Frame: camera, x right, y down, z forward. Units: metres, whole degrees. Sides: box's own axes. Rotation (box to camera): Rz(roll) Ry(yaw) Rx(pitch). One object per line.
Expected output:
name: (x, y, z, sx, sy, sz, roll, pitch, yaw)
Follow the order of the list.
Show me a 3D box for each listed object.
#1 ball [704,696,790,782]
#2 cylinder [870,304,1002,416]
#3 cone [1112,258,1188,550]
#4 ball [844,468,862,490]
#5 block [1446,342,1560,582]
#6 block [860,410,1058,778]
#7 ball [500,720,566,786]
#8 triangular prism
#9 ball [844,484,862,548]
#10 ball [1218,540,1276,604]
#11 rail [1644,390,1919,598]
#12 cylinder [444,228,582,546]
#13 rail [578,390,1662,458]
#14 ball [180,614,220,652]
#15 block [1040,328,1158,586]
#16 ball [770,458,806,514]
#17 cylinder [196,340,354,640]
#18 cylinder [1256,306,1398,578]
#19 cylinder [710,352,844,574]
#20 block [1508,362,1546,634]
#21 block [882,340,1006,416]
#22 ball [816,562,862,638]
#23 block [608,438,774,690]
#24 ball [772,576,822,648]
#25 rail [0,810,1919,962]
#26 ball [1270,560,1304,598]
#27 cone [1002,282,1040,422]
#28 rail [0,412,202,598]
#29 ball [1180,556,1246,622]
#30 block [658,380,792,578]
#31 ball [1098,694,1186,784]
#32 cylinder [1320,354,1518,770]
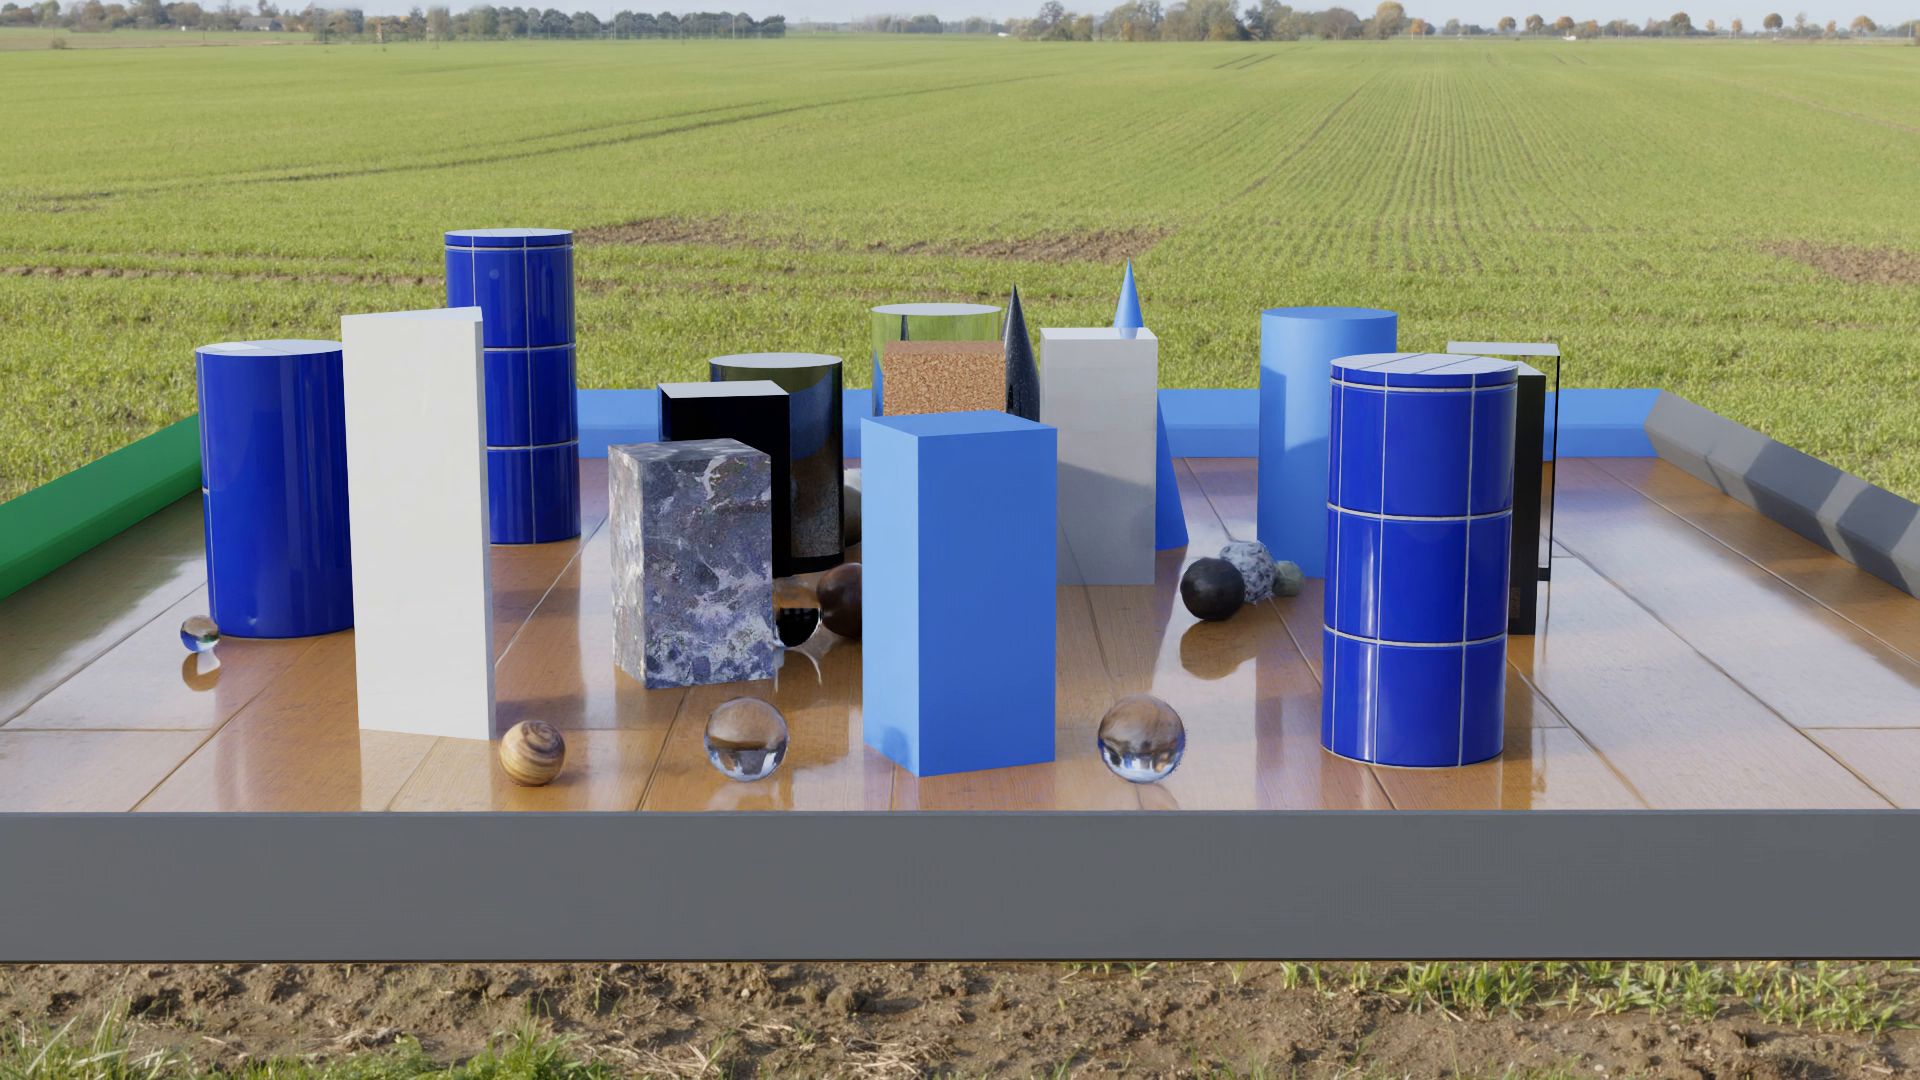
ball: (-0.220, 0.204, 2.638, 0.087, 0.087, 0.087, 0, 11, 0)
cylinder: (-0.036, -0.166, 3.872, 0.195, 0.365, 0.195, 0, 11, 0)
cone: (0.257, -0.214, 3.938, 0.195, 0.436, 0.195, 0, 11, 0)
ball: (-0.166, -0.069, 4.099, 0.091, 0.091, 0.091, 0, 11, 0)
block: (0.780, -0.117, 3.720, 0.156, 0.324, 0.156, 2, 11, 11)
block: (-0.002, 0.052, 2.723, 0.156, 0.356, 0.156, -5, 11, -23)
ball: (-0.437, 0.217, 2.623, 0.067, 0.067, 0.067, 0, 11, 0)
triangular prism: (-0.566, -0.024, 2.854, 0.169, 0.458, 0.146, 4, 11, 19)
ball: (-0.181, -0.037, 3.909, 0.098, 0.098, 0.098, 0, 11, 0)
ball: (0.389, 0.044, 3.509, 0.085, 0.085, 0.085, 0, 11, 0)
rail: (1.299, 0.031, 3.456, 0.045, 0.127, 2.754, 0, 11, 0)
cylinder: (-0.693, -0.241, 3.982, 0.195, 0.471, 0.195, 0, 11, 0)
rail: (-0.008, -0.214, 4.780, 2.646, 0.127, 0.045, 0, 11, 0)
ball: (-0.954, 0.117, 3.218, 0.047, 0.047, 0.047, 0, 11, 0)
block: (0.196, -0.122, 3.679, 0.156, 0.349, 0.156, 0, 11, -1)
ball: (-0.300, -0.088, 4.198, 0.093, 0.093, 0.093, 0, 11, 0)
cylinder: (-0.887, -0.069, 3.350, 0.195, 0.365, 0.195, 0, 11, 0)
cylinder: (0.534, -0.146, 3.747, 0.195, 0.372, 0.195, 0, 11, 0)
cylinder: (-0.269, -0.115, 3.775, 0.195, 0.301, 0.195, 0, 11, 0)
block: (0.667, -0.058, 3.364, 0.156, 0.337, 0.156, 0, 11, 1)
block: (-0.020, -0.073, 3.376, 0.156, 0.363, 0.156, 0, 11, 0)
ball: (-0.138, 0.078, 3.296, 0.096, 0.096, 0.096, 0, 11, 0)
block: (-0.326, 0.025, 3.101, 0.156, 0.270, 0.156, -4, 11, -22)
ball: (-0.220, 0.091, 3.240, 0.090, 0.090, 0.090, 0, 11, 0)
rail: (0.008, 0.279, 2.118, 2.646, 0.127, 0.045, 0, 11, 0)
ball: (0.450, 0.053, 3.551, 0.052, 0.052, 0.052, 0, 11, 0)
cone: (0.093, -0.262, 4.397, 0.195, 0.362, 0.195, 0, 11, 0)
rail: (-1.299, 0.034, 3.442, 0.045, 0.127, 2.754, 0, 11, 0)
ball: (0.335, 0.065, 3.397, 0.085, 0.085, 0.085, 0, 11, 0)
block: (-0.318, -0.055, 3.455, 0.156, 0.299, 0.156, -2, 11, -13)
ball: (0.186, 0.204, 2.630, 0.090, 0.090, 0.090, 0, 11, 0)
cylinder: (0.489, 0.018, 2.743, 0.195, 0.415, 0.195, 0, 11, 0)
